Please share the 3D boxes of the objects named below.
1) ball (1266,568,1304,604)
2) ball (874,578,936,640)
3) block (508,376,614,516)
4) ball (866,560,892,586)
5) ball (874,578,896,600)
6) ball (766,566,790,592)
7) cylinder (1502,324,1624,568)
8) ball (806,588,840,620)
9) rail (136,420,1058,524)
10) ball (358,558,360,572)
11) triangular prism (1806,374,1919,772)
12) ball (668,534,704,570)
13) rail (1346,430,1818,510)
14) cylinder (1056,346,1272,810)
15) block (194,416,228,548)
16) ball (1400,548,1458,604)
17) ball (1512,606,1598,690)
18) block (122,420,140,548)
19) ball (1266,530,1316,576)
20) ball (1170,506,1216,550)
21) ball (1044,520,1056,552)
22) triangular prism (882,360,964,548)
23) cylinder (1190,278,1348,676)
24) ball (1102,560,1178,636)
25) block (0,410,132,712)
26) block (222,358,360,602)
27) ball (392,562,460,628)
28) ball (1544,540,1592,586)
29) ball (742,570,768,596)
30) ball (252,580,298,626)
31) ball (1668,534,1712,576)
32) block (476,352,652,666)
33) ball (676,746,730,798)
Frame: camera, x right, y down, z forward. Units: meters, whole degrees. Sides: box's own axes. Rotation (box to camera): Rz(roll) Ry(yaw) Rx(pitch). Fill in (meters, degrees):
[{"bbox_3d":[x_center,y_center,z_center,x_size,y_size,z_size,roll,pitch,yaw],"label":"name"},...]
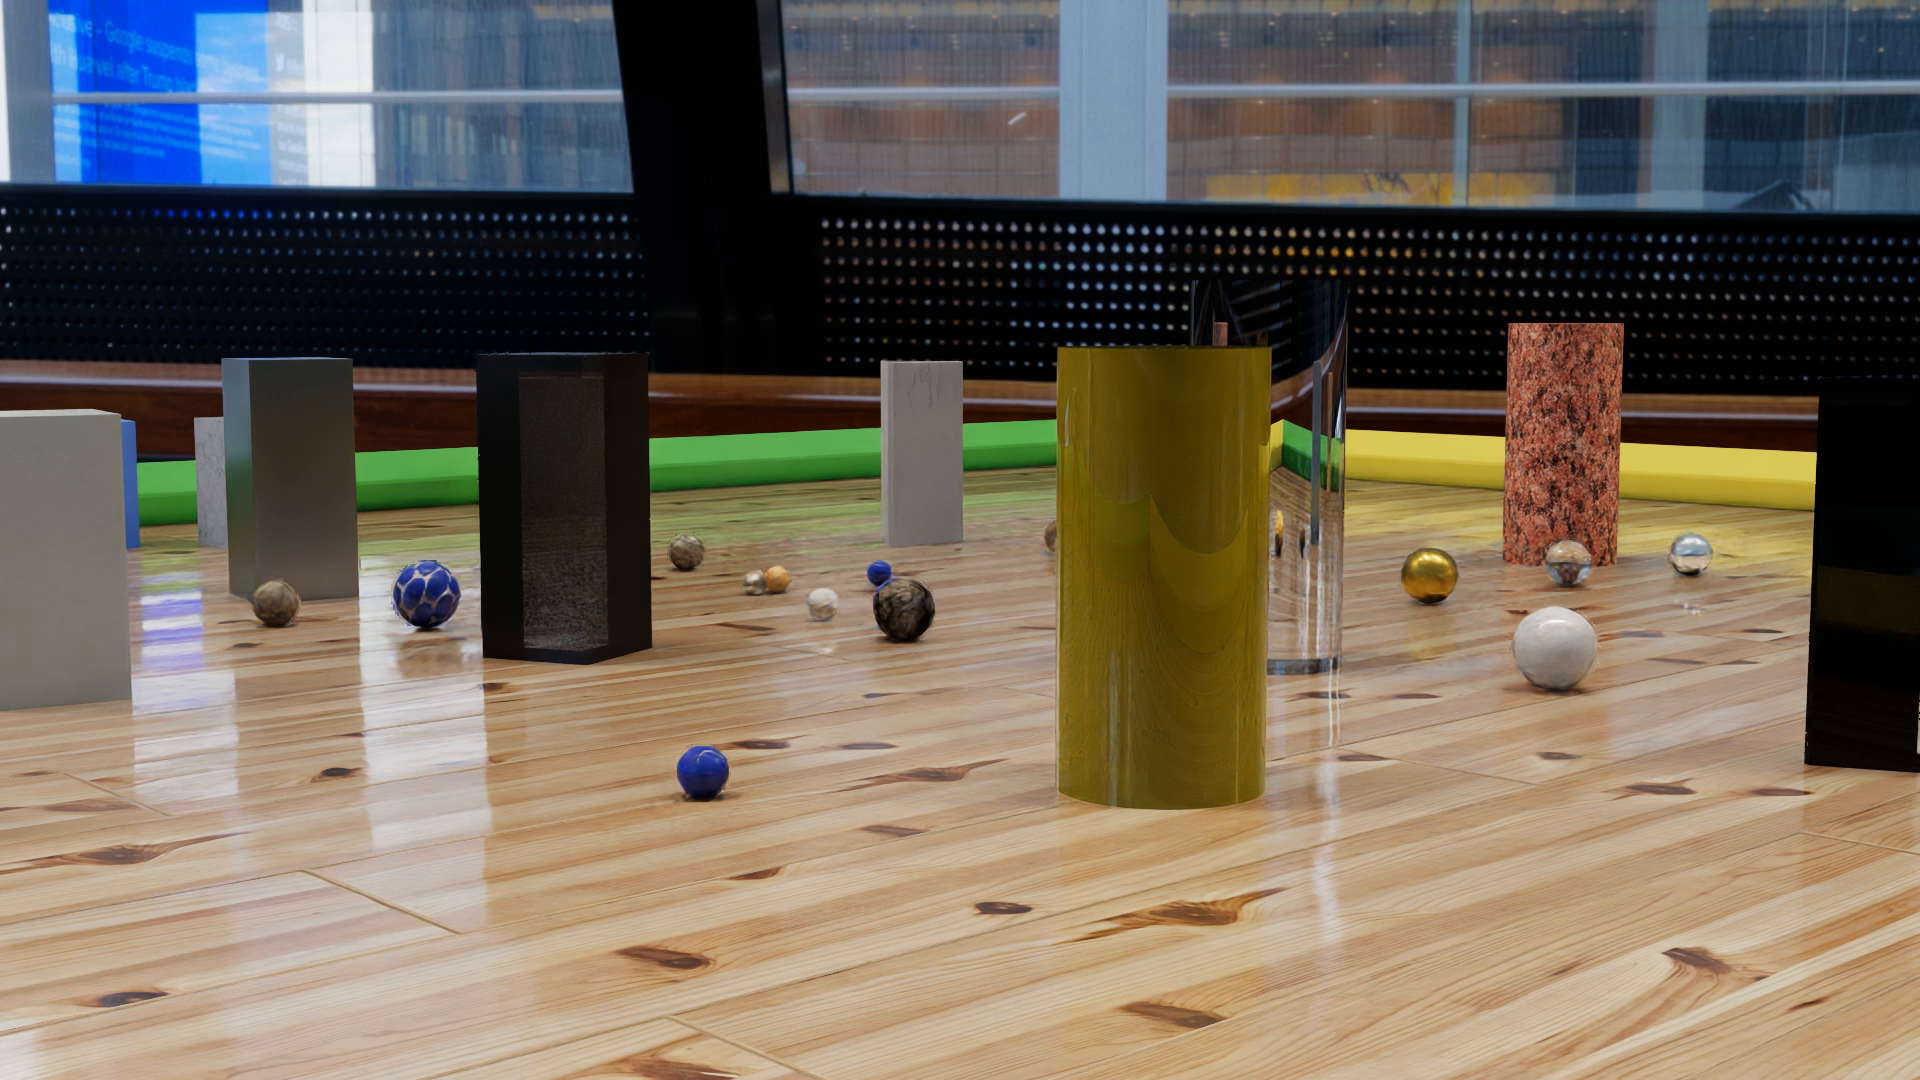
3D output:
[{"bbox_3d":[0.493,0.070,3.338,0.055,0.055,0.055,0,6,0],"label":"ball"},{"bbox_3d":[-0.076,0.093,2.979,0.084,0.084,0.084,0,6,0],"label":"ball"},{"bbox_3d":[-0.885,-0.213,4.883,0.157,0.297,0.157,4,7,33],"label":"block"},{"bbox_3d":[-0.130,0.054,3.561,0.041,0.041,0.041,0,6,0],"label":"ball"},{"bbox_3d":[-0.087,0.088,3.092,0.070,0.070,0.070,0,6,0],"label":"ball"},{"bbox_3d":[-0.289,0.062,3.480,0.042,0.042,0.042,0,6,0],"label":"ball"},{"bbox_3d":[1.067,-0.172,3.895,0.197,0.421,0.197,0,6,0],"label":"cylinder"},{"bbox_3d":[-0.197,0.093,3.161,0.047,0.047,0.047,0,6,0],"label":"ball"},{"bbox_3d":[-1.382,-0.122,4.822,4.929,0.128,0.045,-5,8,-42],"label":"rail"},{"bbox_3d":[-1.012,0.041,3.602,0.059,0.059,0.059,0,6,0],"label":"ball"},{"bbox_3d":[0.938,0.028,2.182,0.170,0.380,0.148,2,6,21],"label":"triangular prism"},{"bbox_3d":[-0.470,0.020,3.784,0.062,0.062,0.062,0,6,0],"label":"ball"},{"bbox_3d":[1.794,-0.139,4.978,0.045,0.128,4.123,-5,8,-42],"label":"rail"},{"bbox_3d":[0.188,0.027,2.043,0.197,0.411,0.197,0,6,0],"label":"cylinder"},{"bbox_3d":[-1.343,-0.113,4.194,0.157,0.241,0.157,5,8,42],"label":"block"},{"bbox_3d":[0.714,0.054,3.346,0.086,0.086,0.086,0,6,0],"label":"ball"},{"bbox_3d":[0.699,0.127,2.584,0.098,0.098,0.098,0,6,0],"label":"ball"},{"bbox_3d":[-1.653,-0.106,4.144,0.157,0.238,0.157,-4,7,-35],"label":"block"},{"bbox_3d":[0.551,0.024,3.657,0.082,0.082,0.082,0,6,0],"label":"ball"},{"bbox_3d":[0.432,-0.022,4.081,0.084,0.084,0.084,0,6,0],"label":"ball"},{"bbox_3d":[0.186,-0.006,4.028,0.064,0.064,0.064,0,6,0],"label":"ball"},{"bbox_3d":[-0.106,-0.171,4.238,0.170,0.347,0.148,-4,7,-37],"label":"triangular prism"},{"bbox_3d":[0.384,-0.084,2.762,0.197,0.482,0.197,0,6,0],"label":"cylinder"},{"bbox_3d":[0.229,0.074,2.810,0.097,0.097,0.097,0,6,0],"label":"ball"},{"bbox_3d":[-1.059,0.018,2.531,0.157,0.327,0.157,-4,7,-32],"label":"block"},{"bbox_3d":[-1.045,-0.098,3.430,0.157,0.370,0.157,-4,7,-33],"label":"block"},{"bbox_3d":[-0.749,0.077,3.091,0.092,0.092,0.092,0,6,0],"label":"ball"},{"bbox_3d":[0.986,0.037,3.564,0.074,0.074,0.074,0,6,0],"label":"ball"},{"bbox_3d":[-0.321,0.067,3.445,0.040,0.040,0.040,0,6,0],"label":"ball"},{"bbox_3d":[-0.971,0.089,3.120,0.064,0.064,0.064,0,6,0],"label":"ball"},{"bbox_3d":[1.231,0.024,3.705,0.071,0.071,0.071,0,6,0],"label":"ball"},{"bbox_3d":[-0.511,-0.046,2.849,0.157,0.389,0.157,3,6,23],"label":"block"},{"bbox_3d":[-0.235,0.212,2.014,0.048,0.048,0.048,0,6,0],"label":"ball"}]
